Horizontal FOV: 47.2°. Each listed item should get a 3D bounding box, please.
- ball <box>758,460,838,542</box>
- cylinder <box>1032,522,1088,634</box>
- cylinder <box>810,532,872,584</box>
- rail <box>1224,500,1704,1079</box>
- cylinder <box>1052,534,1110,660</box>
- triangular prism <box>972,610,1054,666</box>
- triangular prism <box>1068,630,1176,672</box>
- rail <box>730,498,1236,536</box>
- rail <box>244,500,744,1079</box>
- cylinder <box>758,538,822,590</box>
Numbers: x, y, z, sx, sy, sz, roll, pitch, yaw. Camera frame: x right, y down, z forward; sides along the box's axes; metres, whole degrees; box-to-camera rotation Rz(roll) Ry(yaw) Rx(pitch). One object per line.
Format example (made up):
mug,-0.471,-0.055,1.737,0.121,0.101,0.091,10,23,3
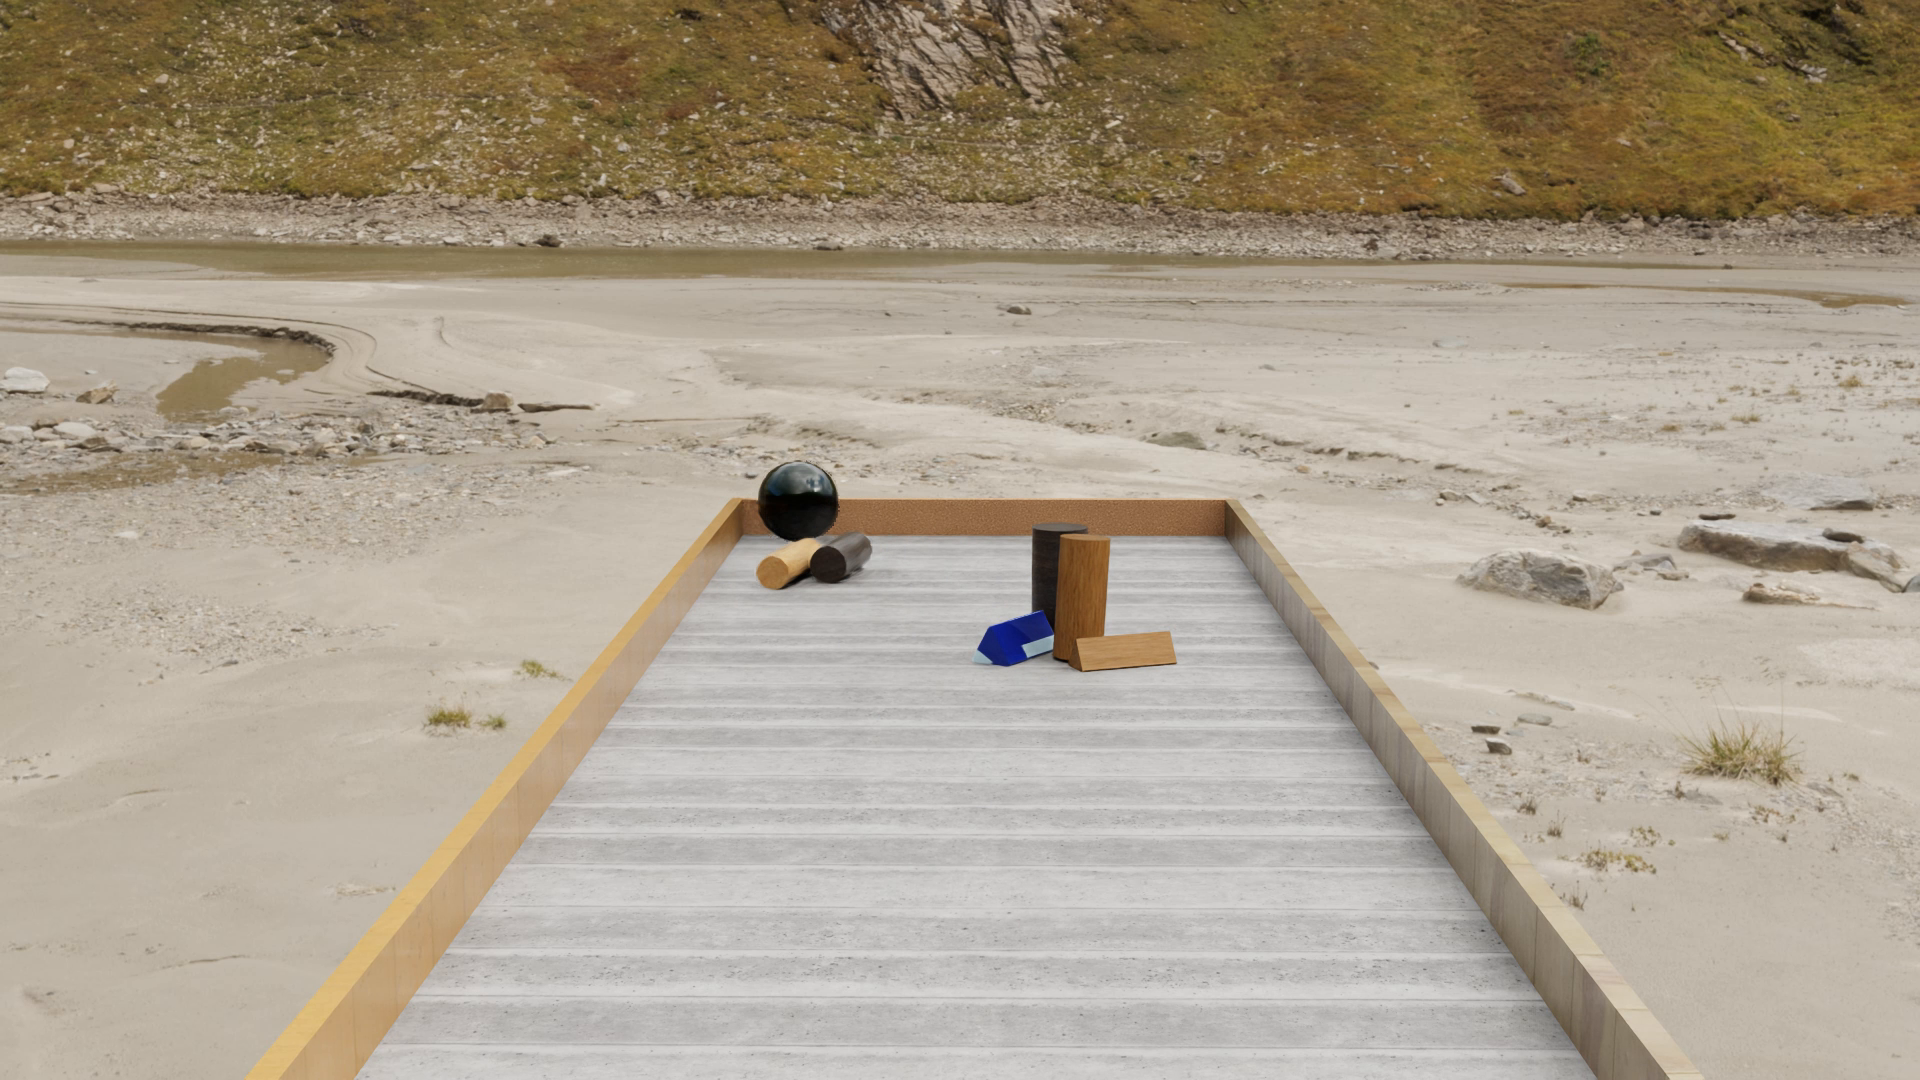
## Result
ball,-0.660,-0.158,8.955,0.330,0.330,0.330,0,9,0
cylinder,0.318,0.134,7.028,0.178,0.356,0.178,0,9,0
cylinder,-0.440,0.063,8.183,0.135,0.135,0.371,2,9,12
rail,1.046,0.843,3.208,0.050,0.150,12.000,0,9,1
cylinder,0.370,0.174,6.702,0.153,0.369,0.153,3,7,0
triangular prism,0.174,0.296,6.757,0.133,0.115,0.303,5,10,33
triangular prism,0.491,0.329,6.625,0.313,0.091,0.105,-4,10,-21
rail,0.099,-0.098,9.147,2.100,0.150,0.050,0,9,1
rail,-1.004,0.839,3.234,0.050,0.150,12.000,0,9,1
cylinder,-0.622,0.085,8.090,0.120,0.120,0.438,2,9,12
